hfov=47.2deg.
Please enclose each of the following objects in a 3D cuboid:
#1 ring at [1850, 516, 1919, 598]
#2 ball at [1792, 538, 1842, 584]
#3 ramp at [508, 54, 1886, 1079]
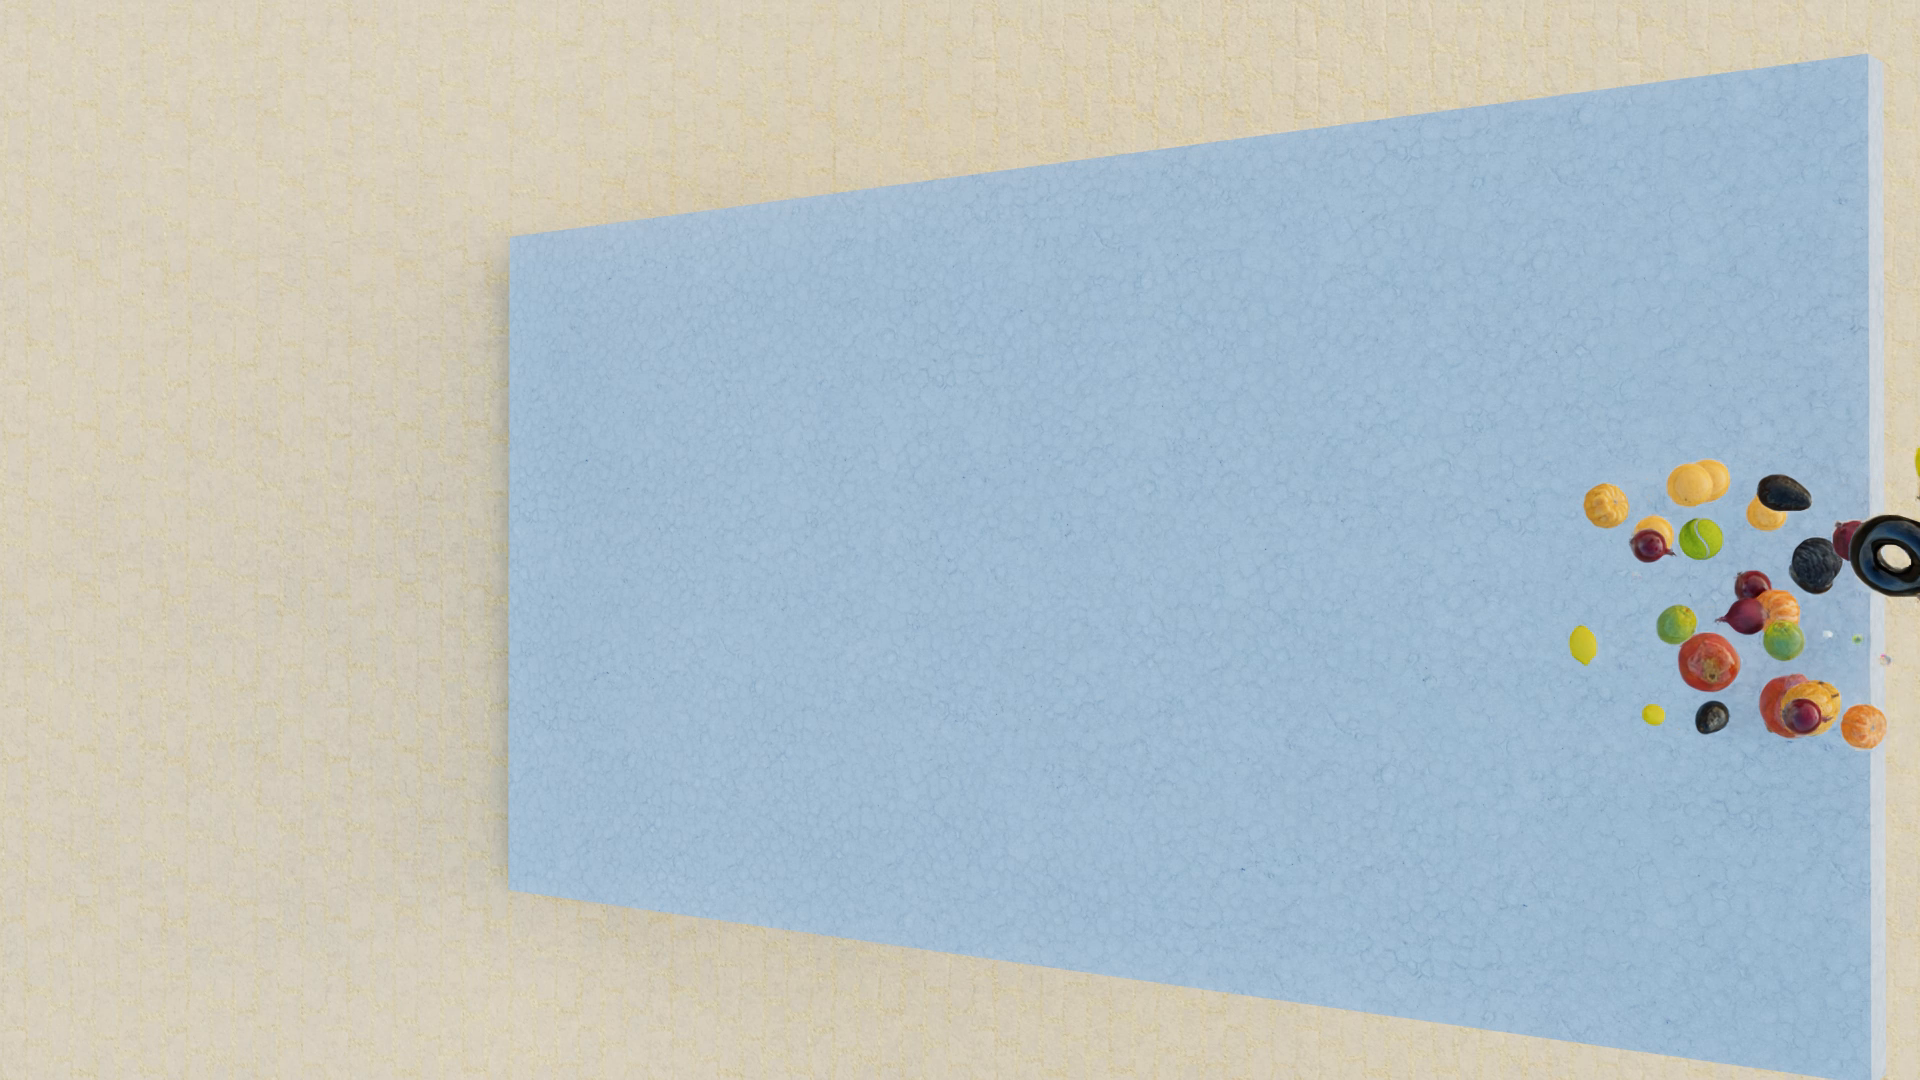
[{"bbox_3d":[1.201,0.021,2.822,0.039,0.117,0.117,-37,90,-39],"label":"ring"},{"bbox_3d":[1.489,0.037,3.820,0.082,0.082,0.082,0,90,0],"label":"ball"},{"bbox_3d":[0.222,0.063,5.539,4.000,0.100,2.000,0,90,38],"label":"ramp"}]
